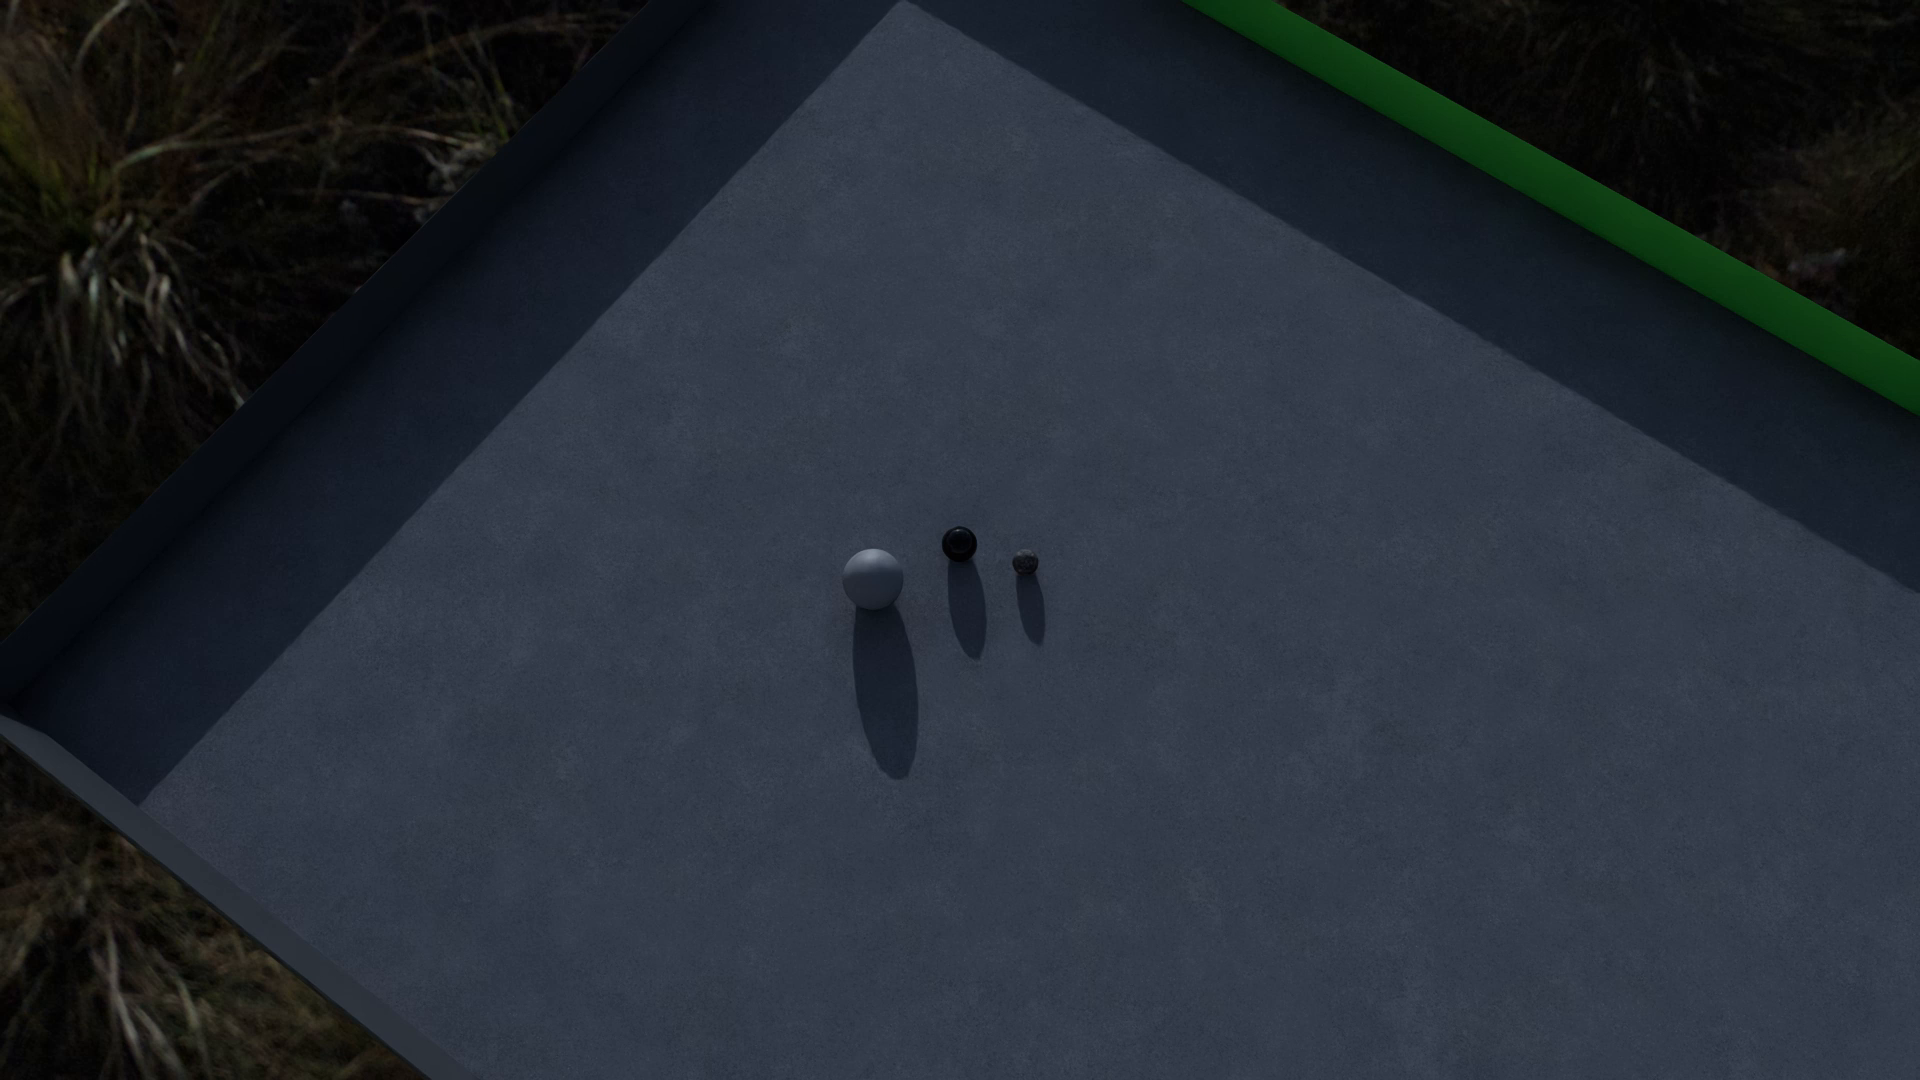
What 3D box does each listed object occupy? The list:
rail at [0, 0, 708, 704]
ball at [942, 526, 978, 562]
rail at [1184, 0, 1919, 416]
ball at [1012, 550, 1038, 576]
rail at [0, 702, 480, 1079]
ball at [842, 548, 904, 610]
[{"bbox_3d":[-0.840,-0.570,3.845,0.045,0.129,2.342,33,68,15],"label":"rail"},{"bbox_3d":[-0.001,0.007,3.603,0.059,0.059,0.059,0,64,0],"label":"ball"},{"bbox_3d":[1.539,-0.276,3.701,4.268,0.129,0.045,33,68,15],"label":"rail"},{"bbox_3d":[0.107,0.036,3.597,0.043,0.043,0.043,0,64,0],"label":"ball"},{"bbox_3d":[0.179,1.384,2.889,4.268,0.129,0.045,33,68,15],"label":"rail"},{"bbox_3d":[-0.141,0.063,3.553,0.099,0.099,0.099,0,64,0],"label":"ball"}]
